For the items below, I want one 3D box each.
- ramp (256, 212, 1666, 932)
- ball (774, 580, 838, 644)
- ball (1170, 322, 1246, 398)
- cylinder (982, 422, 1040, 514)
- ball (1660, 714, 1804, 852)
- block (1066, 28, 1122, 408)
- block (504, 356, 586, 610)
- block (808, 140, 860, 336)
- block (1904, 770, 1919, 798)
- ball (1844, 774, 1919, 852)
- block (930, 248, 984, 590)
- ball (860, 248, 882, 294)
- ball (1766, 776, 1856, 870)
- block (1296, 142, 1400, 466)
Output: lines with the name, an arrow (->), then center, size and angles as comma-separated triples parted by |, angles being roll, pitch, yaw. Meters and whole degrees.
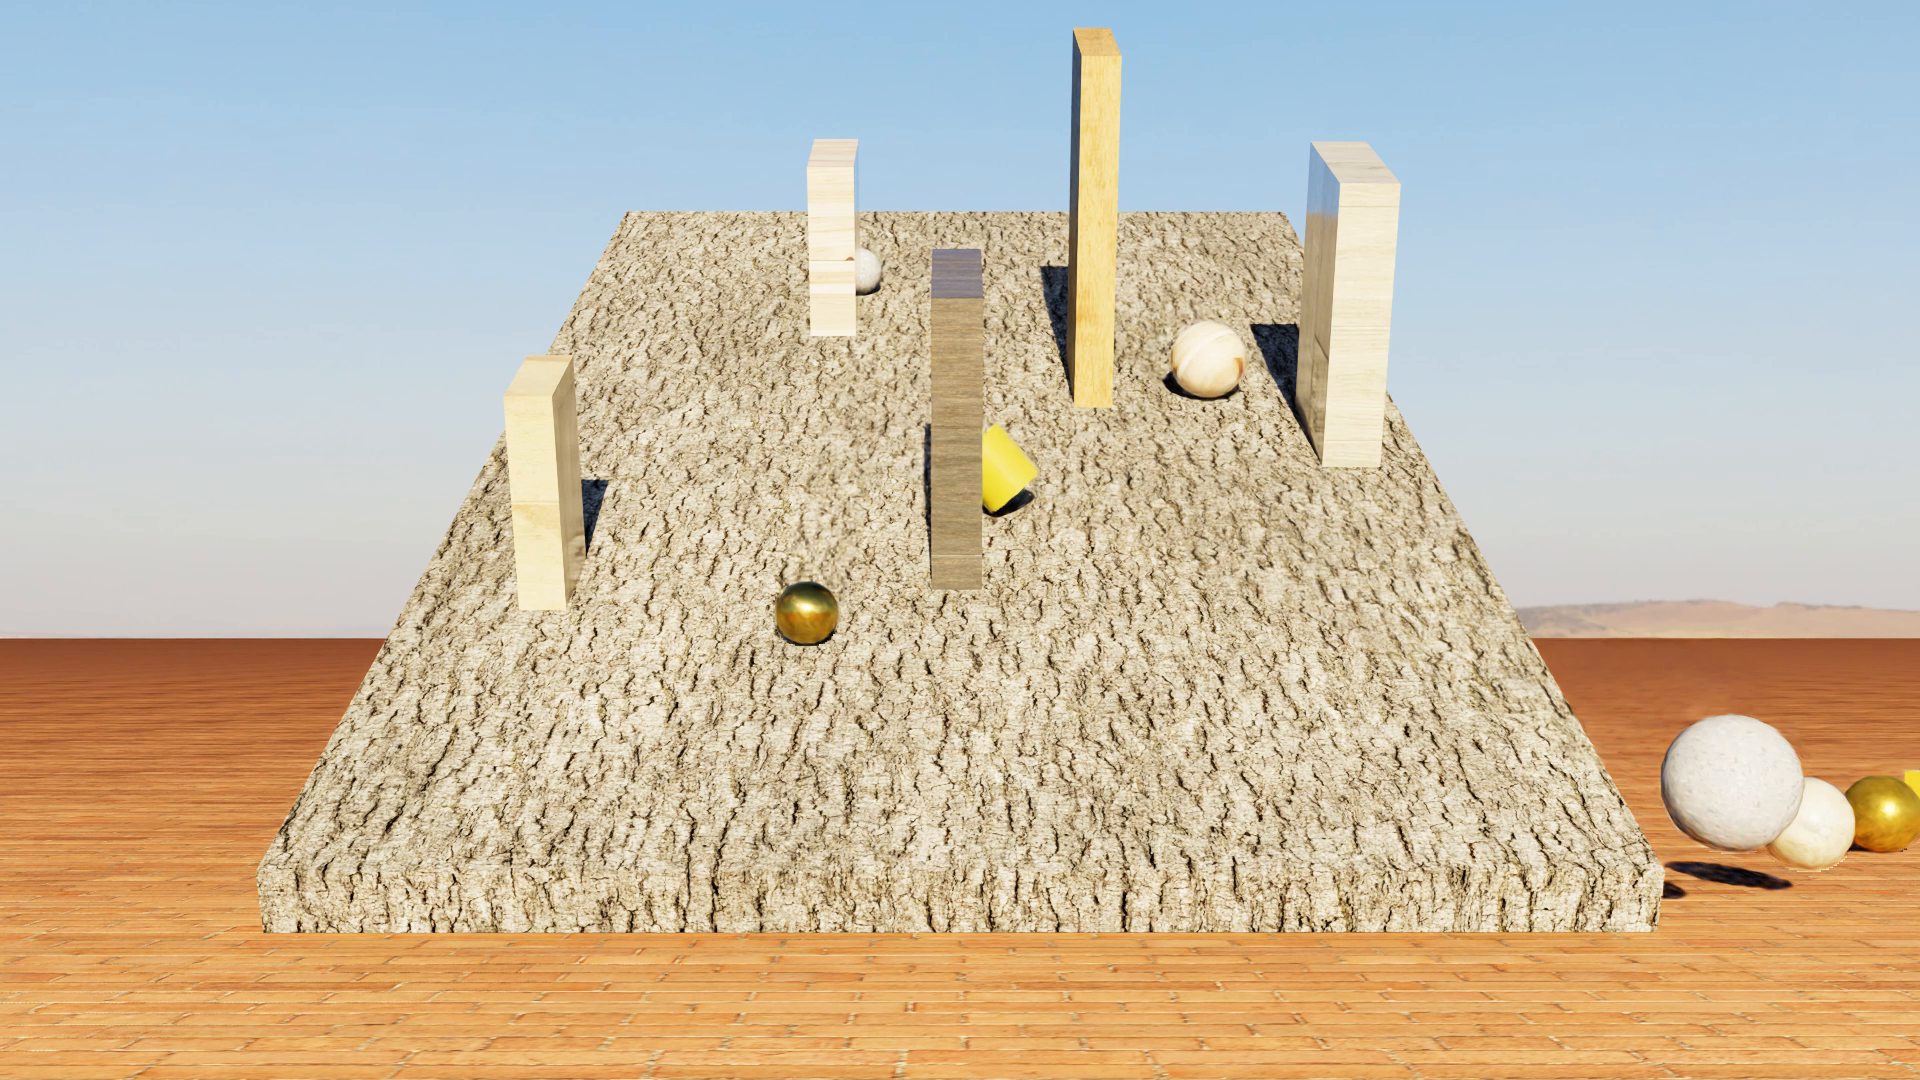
ramp -> -0.006, -0.218, 5.128 | 2.000, 0.100, 4.000 | 0, 22, 0
ball -> -0.266, 0.126, 3.970 | 0.111, 0.111, 0.111 | 0, -2, 0
ball -> 0.569, -0.413, 5.249 | 0.175, 0.175, 0.175 | 0, -2, 0
cylinder -> 0.068, -0.144, 4.553 | 0.130, 0.130, 0.130 | -41, 4, 3
ball -> 1.141, 0.359, 3.389 | 0.203, 0.203, 0.203 | 0, -2, 0
block -> 0.302, -0.740, 5.235 | 0.085, 0.792, 0.382 | 0, 22, 0
block -> -0.750, -0.106, 4.156 | 0.084, 0.404, 0.243 | 0, 22, 0
block -> -0.317, -0.771, 5.808 | 0.113, 0.426, 0.333 | 0, 22, 0
block -> 2.239, 0.584, 5.217 | 0.114, 0.114, 0.114 | 1, -3, -24
ball -> 1.802, 0.535, 4.480 | 0.152, 0.152, 0.152 | 0, -2, 0
block -> -0.006, -0.229, 4.268 | 0.092, 0.553, 0.349 | 0, 22, 0
ball -> -0.268, -0.713, 6.076 | 0.122, 0.122, 0.122 | 0, -2, 0
ball -> 1.376, 0.461, 3.723 | 0.150, 0.150, 0.150 | 0, -2, 0
block -> 0.825, -0.512, 4.914 | 0.122, 0.606, 0.412 | 0, 22, 0
